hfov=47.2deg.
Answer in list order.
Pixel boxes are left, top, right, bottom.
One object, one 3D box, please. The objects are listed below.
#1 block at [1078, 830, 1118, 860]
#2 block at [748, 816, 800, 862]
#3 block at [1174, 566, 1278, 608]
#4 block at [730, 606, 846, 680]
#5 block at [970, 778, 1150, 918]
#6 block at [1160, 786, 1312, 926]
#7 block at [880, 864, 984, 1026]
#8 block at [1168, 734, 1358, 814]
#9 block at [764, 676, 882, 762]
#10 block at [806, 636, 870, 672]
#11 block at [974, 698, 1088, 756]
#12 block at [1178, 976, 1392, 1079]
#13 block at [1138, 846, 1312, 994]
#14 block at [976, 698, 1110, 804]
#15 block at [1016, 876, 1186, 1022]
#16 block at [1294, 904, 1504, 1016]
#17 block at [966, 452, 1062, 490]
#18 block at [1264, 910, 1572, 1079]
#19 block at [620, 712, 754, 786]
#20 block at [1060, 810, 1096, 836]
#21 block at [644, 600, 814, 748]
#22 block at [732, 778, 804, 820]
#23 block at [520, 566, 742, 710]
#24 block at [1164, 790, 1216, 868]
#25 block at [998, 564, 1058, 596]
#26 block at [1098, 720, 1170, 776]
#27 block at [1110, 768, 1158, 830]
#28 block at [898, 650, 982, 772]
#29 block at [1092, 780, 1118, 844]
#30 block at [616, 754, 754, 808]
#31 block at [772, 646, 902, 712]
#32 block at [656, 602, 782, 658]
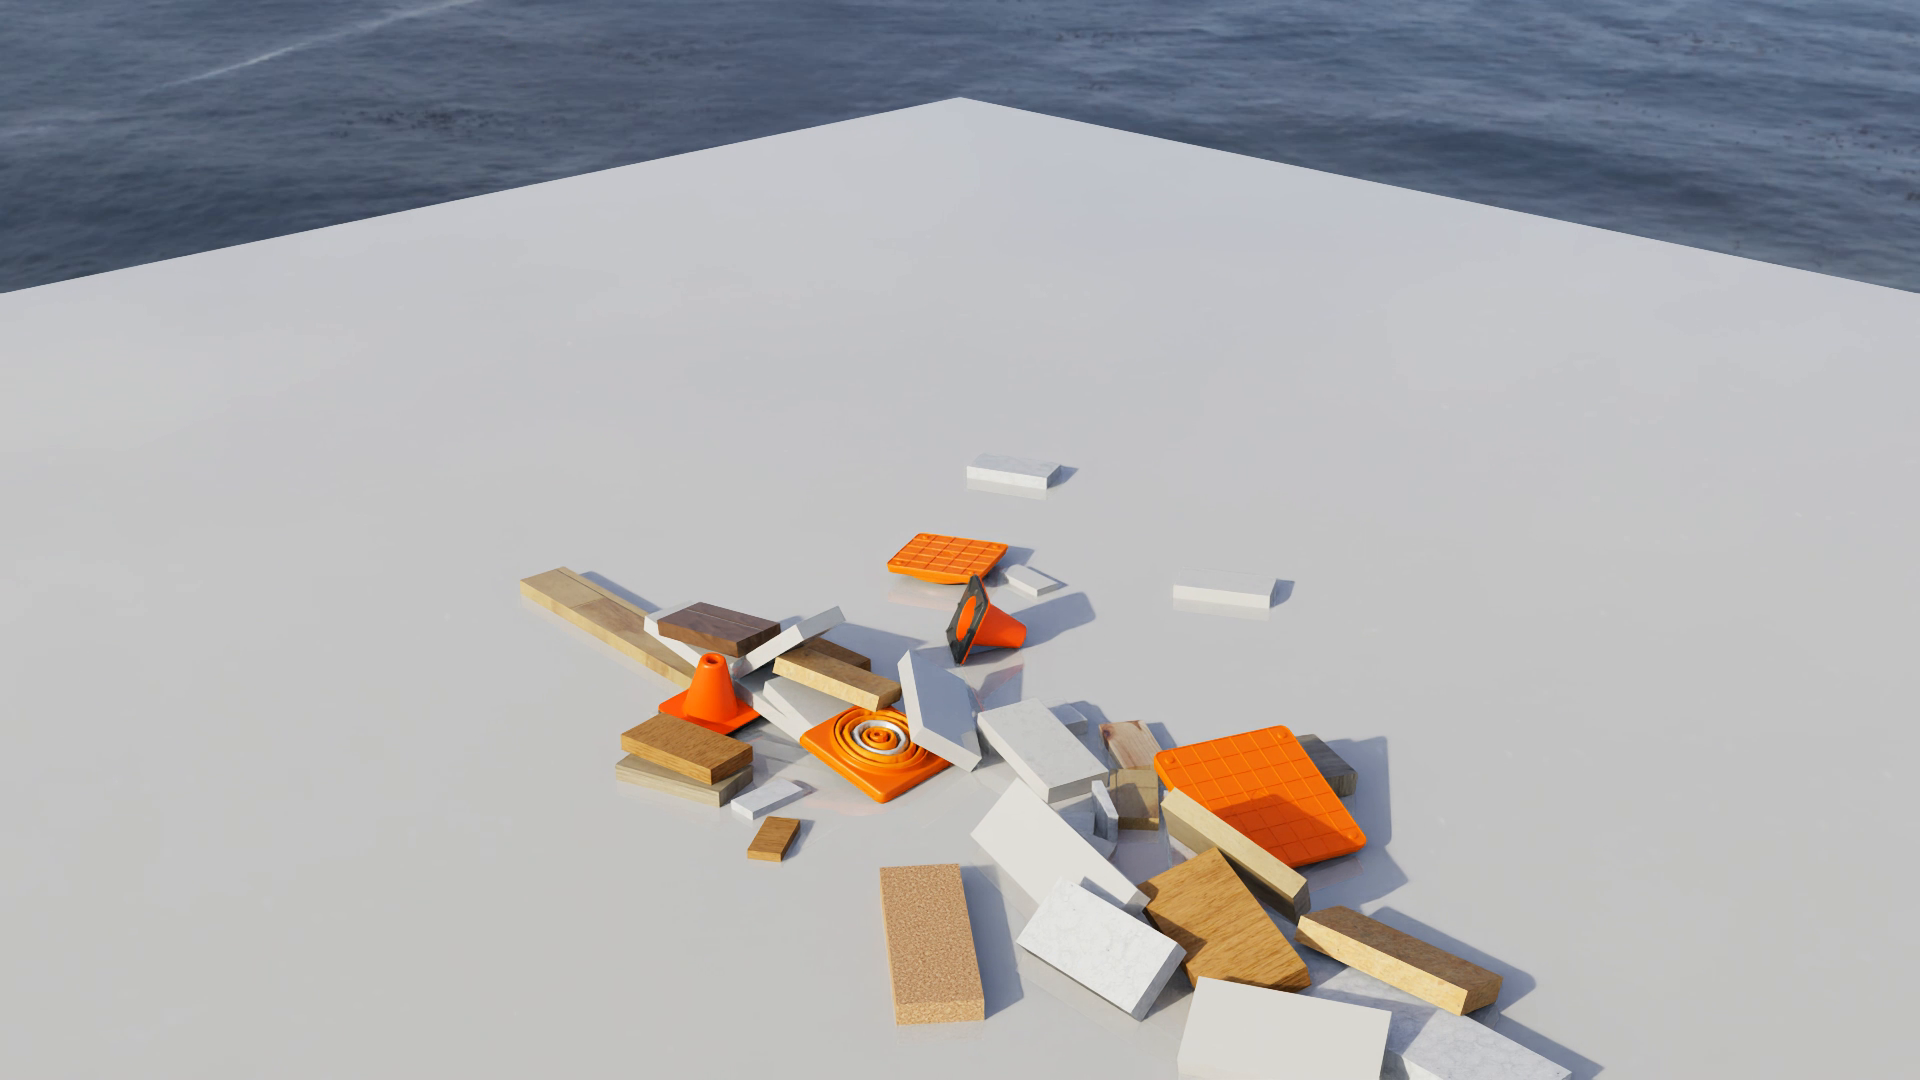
[{"bbox_3d":[0.226,0.599,4.278,0.143,0.020,0.072,17,45,22],"label":"block"},{"bbox_3d":[-0.367,0.590,4.345,0.068,0.019,0.135,5,23,12],"label":"block"},{"bbox_3d":[0.656,0.117,5.441,0.238,0.034,0.119,6,24,15],"label":"block"},{"bbox_3d":[-0.375,0.224,4.777,0.131,0.037,0.262,-24,-5,-45],"label":"block"},{"bbox_3d":[0.183,0.614,4.145,0.146,0.041,0.460,-51,35,-1],"label":"block"},{"bbox_3d":[0.512,0.587,4.083,0.303,0.152,0.043,34,73,26],"label":"block"},{"bbox_3d":[-0.056,0.727,3.993,0.152,0.043,0.448,-2,23,-5],"label":"block"},{"bbox_3d":[0.622,0.479,4.522,0.346,0.049,0.173,-5,25,-23],"label":"block"},{"bbox_3d":[-0.297,0.372,4.728,0.126,0.036,0.252,-16,42,-39],"label":"block"},{"bbox_3d":[-0.339,0.273,5.072,0.252,0.036,0.126,20,30,39],"label":"block"},{"bbox_3d":[0.143,0.403,4.767,0.238,0.034,0.119,-11,25,-24],"label":"block"},{"bbox_3d":[0.540,0.835,3.652,0.326,0.046,0.163,7,49,17],"label":"block"},{"bbox_3d":[0.460,0.701,3.904,0.173,0.049,0.346,-25,36,-9],"label":"block"},{"bbox_3d":[0.172,0.440,4.617,0.146,0.041,0.292,-13,34,-27],"label":"block"},{"bbox_3d":[0.248,0.721,3.899,0.292,0.041,0.146,24,73,44],"label":"block"},{"bbox_3d":[0.772,0.737,3.874,0.326,0.046,0.163,21,11,34],"label":"block"},{"bbox_3d":[0.152,-0.195,6.177,0.238,0.034,0.119,9,25,21],"label":"block"},{"bbox_3d":[0.688,0.807,3.796,0.173,0.049,0.734,-19,30,-38],"label":"block"},{"bbox_3d":[-0.572,0.434,4.598,0.256,0.036,0.128,16,28,33],"label":"block"},{"bbox_3d":[0.228,0.583,4.361,0.072,0.020,0.143,3,23,6],"label":"block"},{"bbox_3d":[-0.476,0.291,4.892,0.550,0.037,0.131,32,36,33],"label":"block"},{"bbox_3d":[-0.393,0.528,4.491,0.135,0.019,0.067,-21,31,-40],"label":"block"},{"bbox_3d":[-0.761,0.222,5.192,0.128,0.036,0.842,-19,30,-38],"label":"block"},{"bbox_3d":[0.460,0.595,4.323,0.099,0.028,0.360,1,23,1],"label":"block"},{"bbox_3d":[0.169,0.100,5.500,0.068,0.019,0.151,-17,29,-35],"label":"block"},{"bbox_3d":[0.370,0.444,4.678,0.099,0.028,0.197,-5,23,-11],"label":"block"},{"bbox_3d":[0.354,0.528,4.481,0.099,0.028,0.197,2,23,4],"label":"block"},{"bbox_3d":[-0.046,0.363,4.709,0.152,0.043,0.303,30,21,-21],"label":"block"},{"bbox_3d":[0.288,0.545,4.384,0.020,0.072,0.143,-4,23,-9],"label":"block"},{"bbox_3d":[-0.574,0.484,4.575,0.256,0.036,0.128,11,26,25],"label":"block"},{"bbox_3d":[-0.262,0.299,4.742,0.252,0.036,0.126,20,15,19],"label":"block"},{"bbox_3d":[-0.536,0.198,4.884,0.262,0.037,0.131,12,25,40],"label":"block"}]
